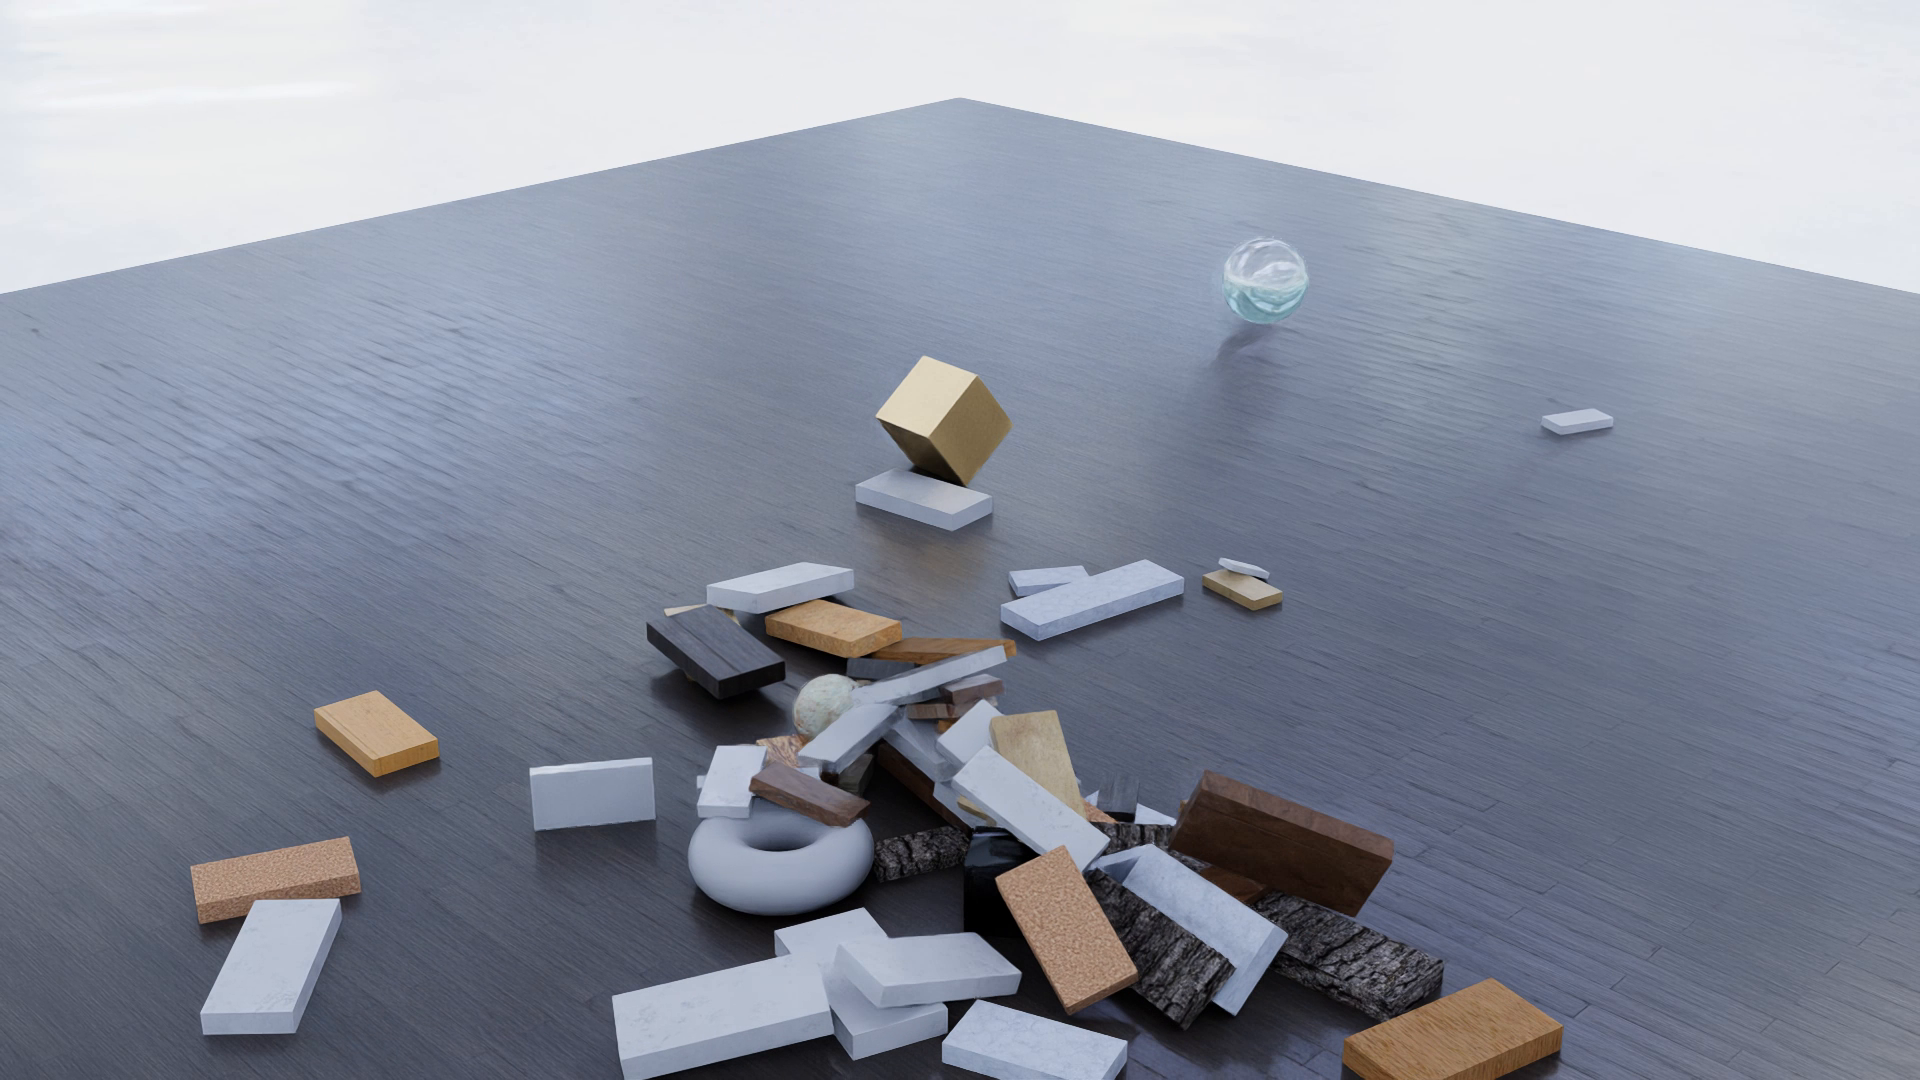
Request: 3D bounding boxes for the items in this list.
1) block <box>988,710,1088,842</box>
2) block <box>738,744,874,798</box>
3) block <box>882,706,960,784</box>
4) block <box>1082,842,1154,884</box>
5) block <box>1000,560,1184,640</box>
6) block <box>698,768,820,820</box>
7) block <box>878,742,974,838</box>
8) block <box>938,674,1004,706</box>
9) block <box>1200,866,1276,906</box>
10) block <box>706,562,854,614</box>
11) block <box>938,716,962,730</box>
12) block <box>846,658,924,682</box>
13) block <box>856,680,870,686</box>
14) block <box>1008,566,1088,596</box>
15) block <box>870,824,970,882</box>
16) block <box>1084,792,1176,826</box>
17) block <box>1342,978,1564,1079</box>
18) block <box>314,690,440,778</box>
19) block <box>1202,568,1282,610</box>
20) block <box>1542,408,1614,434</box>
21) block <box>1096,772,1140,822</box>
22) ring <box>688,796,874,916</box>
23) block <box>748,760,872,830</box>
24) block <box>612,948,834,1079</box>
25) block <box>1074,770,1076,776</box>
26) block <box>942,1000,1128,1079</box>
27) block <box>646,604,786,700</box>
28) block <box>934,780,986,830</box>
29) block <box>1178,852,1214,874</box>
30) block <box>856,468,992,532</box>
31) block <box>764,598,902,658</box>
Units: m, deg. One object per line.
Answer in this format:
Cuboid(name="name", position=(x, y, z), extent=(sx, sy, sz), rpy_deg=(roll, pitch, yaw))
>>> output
Cuboid(name="block", position=(0.146, 0.443, 4.148), extent=(0.129, 0.037, 0.258), rpy_deg=(-5, 51, -12))
Cuboid(name="block", position=(-0.336, 0.480, 4.558), extent=(0.290, 0.041, 0.145), rpy_deg=(4, 18, 9))
Cuboid(name="block", position=(-0.046, 0.408, 4.493), extent=(0.148, 0.042, 0.297), rpy_deg=(-11, 20, -24))
Cuboid(name="block", position=(0.282, 0.632, 4.106), extent=(0.186, 0.093, 0.026), rpy_deg=(-14, 33, -7))
Cuboid(name="block", position=(0.326, 0.144, 5.370), extent=(0.461, 0.041, 0.145), rpy_deg=(-16, 28, -33))
Cuboid(name="block", position=(-0.396, 0.515, 4.372), extent=(0.240, 0.120, 0.034), rpy_deg=(-4, 39, -2))
Cuboid(name="block", position=(-0.019, 0.490, 4.489), extent=(0.148, 0.042, 0.297), rpy_deg=(-17, 37, -36))
Cuboid(name="block", position=(0.021, 0.300, 4.419), extent=(0.102, 0.029, 0.204), rpy_deg=(-13, 2, -8))
Cuboid(name="block", position=(0.503, 0.638, 4.067), extent=(0.191, 0.027, 0.095), rpy_deg=(-21, 48, -41))
Cuboid(name="block", position=(-0.433, 0.114, 5.334), extent=(0.170, 0.048, 0.339), rpy_deg=(8, 14, 38))
Cuboid(name="block", position=(0.029, 0.367, 4.350), extent=(0.069, 0.020, 0.138), rpy_deg=(-11, 10, -39))
Cuboid(name="block", position=(-0.146, 0.290, 4.812), extent=(0.145, 0.041, 0.290), rpy_deg=(4, -5, 10))
Cuboid(name="block", position=(-0.177, 0.339, 4.940), extent=(0.059, 0.017, 0.118), rpy_deg=(-15, 27, -32))
Cuboid(name="block", position=(0.225, 0.102, 5.487), extent=(0.189, 0.027, 0.095), rpy_deg=(-5, 23, -11))
Cuboid(name="block", position=(-0.080, 0.610, 4.287), extent=(0.201, 0.028, 0.100), rpy_deg=(-9, 25, -21))
Cuboid(name="block", position=(0.335, 0.567, 4.384), extent=(0.225, 0.032, 0.113), rpy_deg=(20, 30, 38))
Cuboid(name="block", position=(0.830, 0.848, 3.700), extent=(0.337, 0.048, 0.169), rpy_deg=(-14, 27, -29))
Cuboid(name="block", position=(-1.257, 0.414, 4.731), extent=(0.147, 0.042, 0.294), rpy_deg=(-18, 29, -35))
Cuboid(name="block", position=(0.699, 0.119, 5.445), extent=(0.094, 0.027, 0.189), rpy_deg=(-15, 27, -32))
Cuboid(name="block", position=(1.842, -0.354, 6.560), extent=(0.189, 0.027, 0.094), rpy_deg=(-9, 25, -21))
Cuboid(name="block", position=(0.318, 0.518, 4.430), extent=(0.078, 0.022, 0.157), rpy_deg=(3, 23, 7))
Cuboid(name="ring", position=(-0.341, 0.596, 4.205), extent=(0.357, 0.119, 0.357), rpy_deg=(0, 22, 0))
Cuboid(name="block", position=(-0.290, 0.495, 4.245), extent=(0.212, 0.030, 0.106), rpy_deg=(21, 18, 15))
Cuboid(name="block", position=(-0.404, 0.805, 3.731), extent=(0.354, 0.050, 0.177), rpy_deg=(-12, 27, -8))
Cuboid(name="block", position=(0.171, 0.496, 4.569), extent=(0.130, 0.018, 0.065), rpy_deg=(-17, 28, -35))
Cuboid(name="block", position=(0.125, 0.858, 3.688), extent=(0.278, 0.039, 0.139), rpy_deg=(11, 25, 24))
Cuboid(name="block", position=(-0.557, 0.251, 4.995), extent=(0.170, 0.048, 0.339), rpy_deg=(-16, 30, -31))
Cuboid(name="block", position=(0.102, 0.545, 4.339), extent=(0.148, 0.042, 0.297), rpy_deg=(-20, 43, -39))
Cuboid(name="block", position=(0.449, 0.641, 4.210), extent=(0.113, 0.032, 0.225), rpy_deg=(18, 29, 36))
Cuboid(name="block", position=(-0.099, -0.112, 5.964), extent=(0.339, 0.048, 0.170), rpy_deg=(17, 29, 35))
Cuboid(name="block", position=(-0.298, 0.207, 5.165), extent=(0.156, 0.044, 0.311), rpy_deg=(-21, 23, -40))
